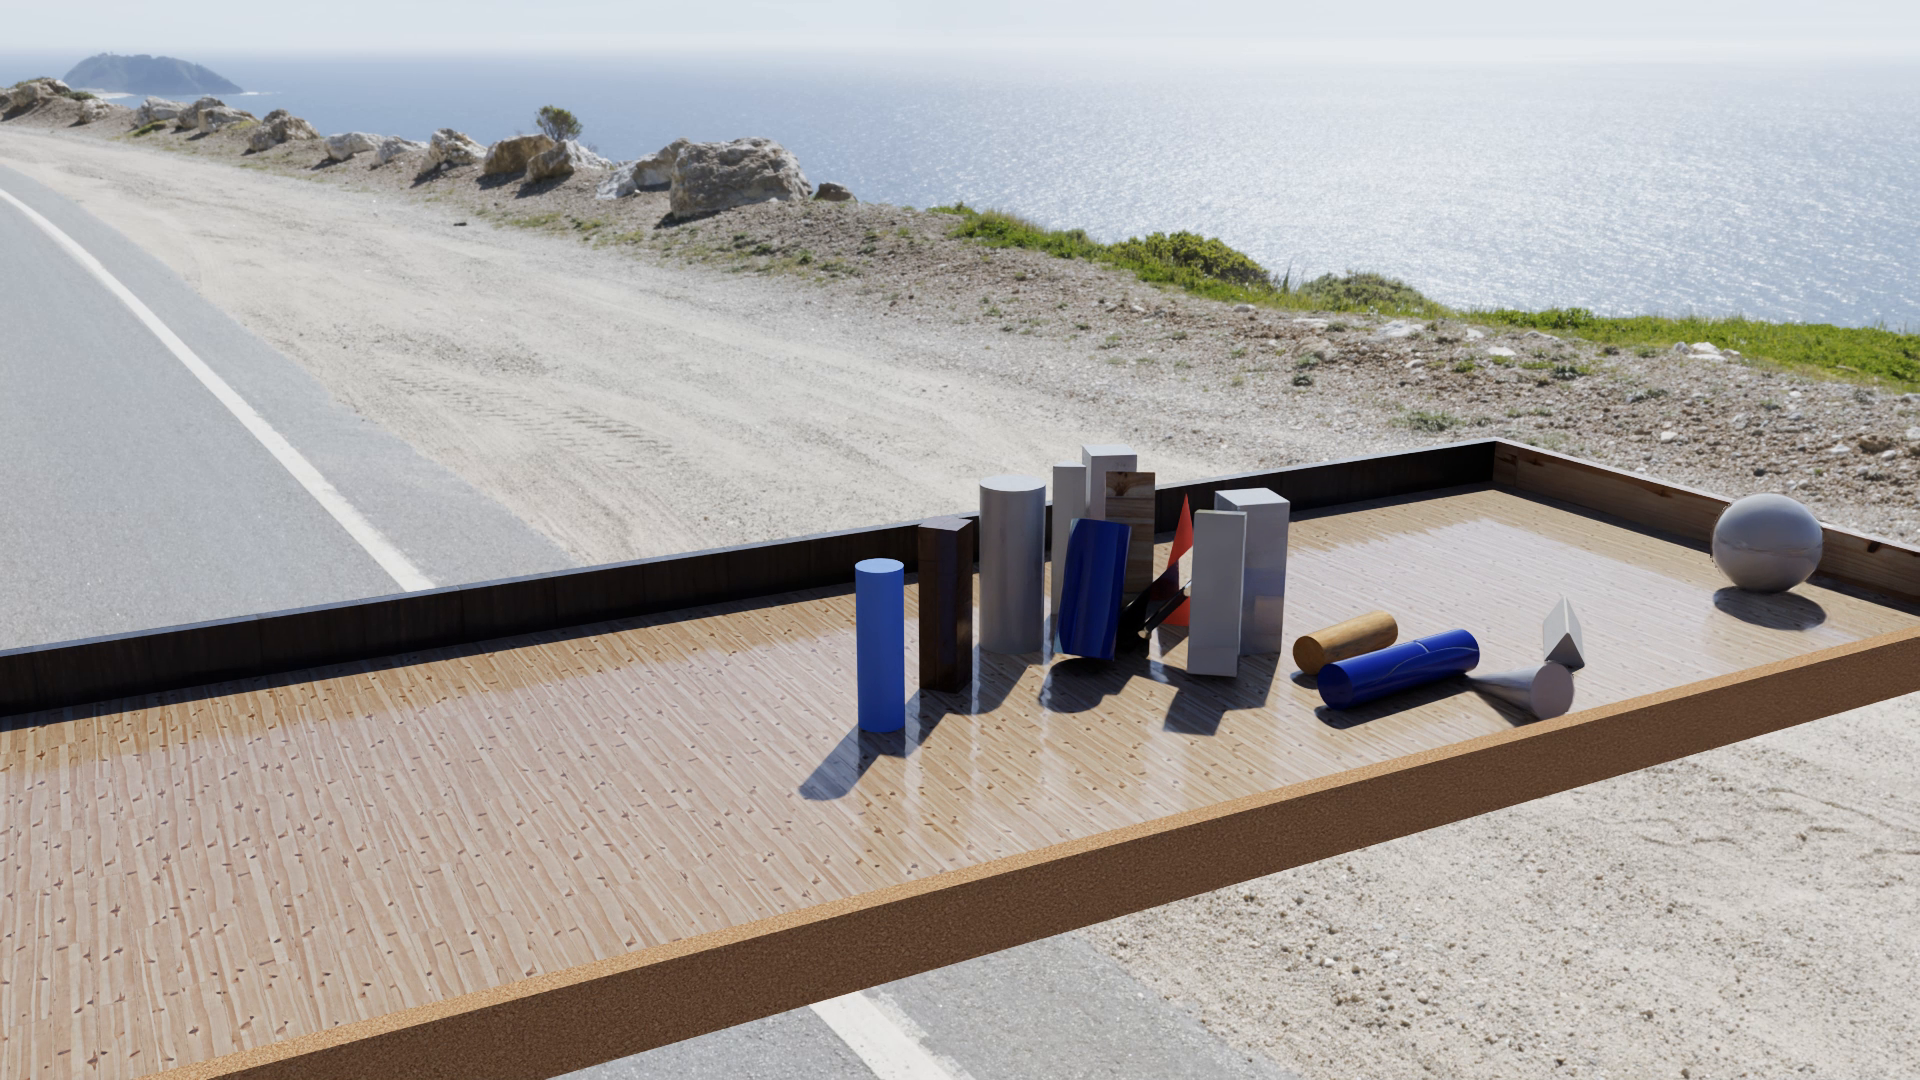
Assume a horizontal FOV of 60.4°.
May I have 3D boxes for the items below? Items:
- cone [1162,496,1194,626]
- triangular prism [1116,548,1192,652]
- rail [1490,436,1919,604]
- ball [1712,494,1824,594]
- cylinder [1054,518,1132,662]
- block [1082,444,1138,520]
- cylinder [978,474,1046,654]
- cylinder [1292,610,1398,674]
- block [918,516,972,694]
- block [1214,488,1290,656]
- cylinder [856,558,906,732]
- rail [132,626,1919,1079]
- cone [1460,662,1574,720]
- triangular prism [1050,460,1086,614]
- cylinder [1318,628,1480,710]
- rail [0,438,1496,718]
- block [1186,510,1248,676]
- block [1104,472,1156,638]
[{"bbox_3d":[0.620,0.042,4.571,0.150,0.360,0.150,0,16,0],"label":"cone"},{"bbox_3d":[0.525,0.144,4.302,0.080,0.339,0.093,48,3,20],"label":"triangular prism"},{"bbox_3d":[2.466,-0.048,5.253,0.050,0.150,2.100,-9,18,-27],"label":"rail"},{"bbox_3d":[2.347,0.011,4.798,0.293,0.293,0.293,0,16,0],"label":"ball"},{"bbox_3d":[0.341,0.129,4.243,0.158,0.347,0.158,8,-4,1],"label":"cylinder"},{"bbox_3d":[0.431,-0.060,4.818,0.133,0.417,0.133,-2,17,-7],"label":"block"},{"bbox_3d":[0.137,0.064,4.352,0.174,0.443,0.174,0,16,0],"label":"cylinder"},{"bbox_3d":[1.002,0.264,4.277,0.311,0.101,0.101,-14,21,-39],"label":"cylinder"},{"bbox_3d":[-0.035,0.160,4.068,0.102,0.418,0.102,7,18,22],"label":"block"},{"bbox_3d":[0.758,0.084,4.343,0.146,0.410,0.146,-4,17,-14],"label":"block"},{"bbox_3d":[-0.185,0.245,3.830,0.111,0.389,0.111,0,16,0],"label":"cylinder"},{"bbox_3d":[-2.336,1.006,1.665,12.000,0.150,0.050,-9,18,-27],"label":"rail"},{"bbox_3d":[1.326,0.356,4.023,0.141,0.141,0.305,-9,5,-27],"label":"cone"},{"bbox_3d":[0.303,-0.008,4.623,0.090,0.428,0.078,1,16,4],"label":"triangular prism"},{"bbox_3d":[1.087,0.317,4.074,0.455,0.115,0.115,-11,19,-32],"label":"cylinder"},{"bbox_3d":[-3.305,0.497,3.399,12.000,0.150,0.050,-9,18,-27],"label":"rail"},{"bbox_3d":[0.649,0.131,4.161,0.123,0.404,0.123,3,5,12],"label":"block"},{"bbox_3d":[0.450,0.038,4.413,0.130,0.439,0.130,1,2,4],"label":"block"}]
